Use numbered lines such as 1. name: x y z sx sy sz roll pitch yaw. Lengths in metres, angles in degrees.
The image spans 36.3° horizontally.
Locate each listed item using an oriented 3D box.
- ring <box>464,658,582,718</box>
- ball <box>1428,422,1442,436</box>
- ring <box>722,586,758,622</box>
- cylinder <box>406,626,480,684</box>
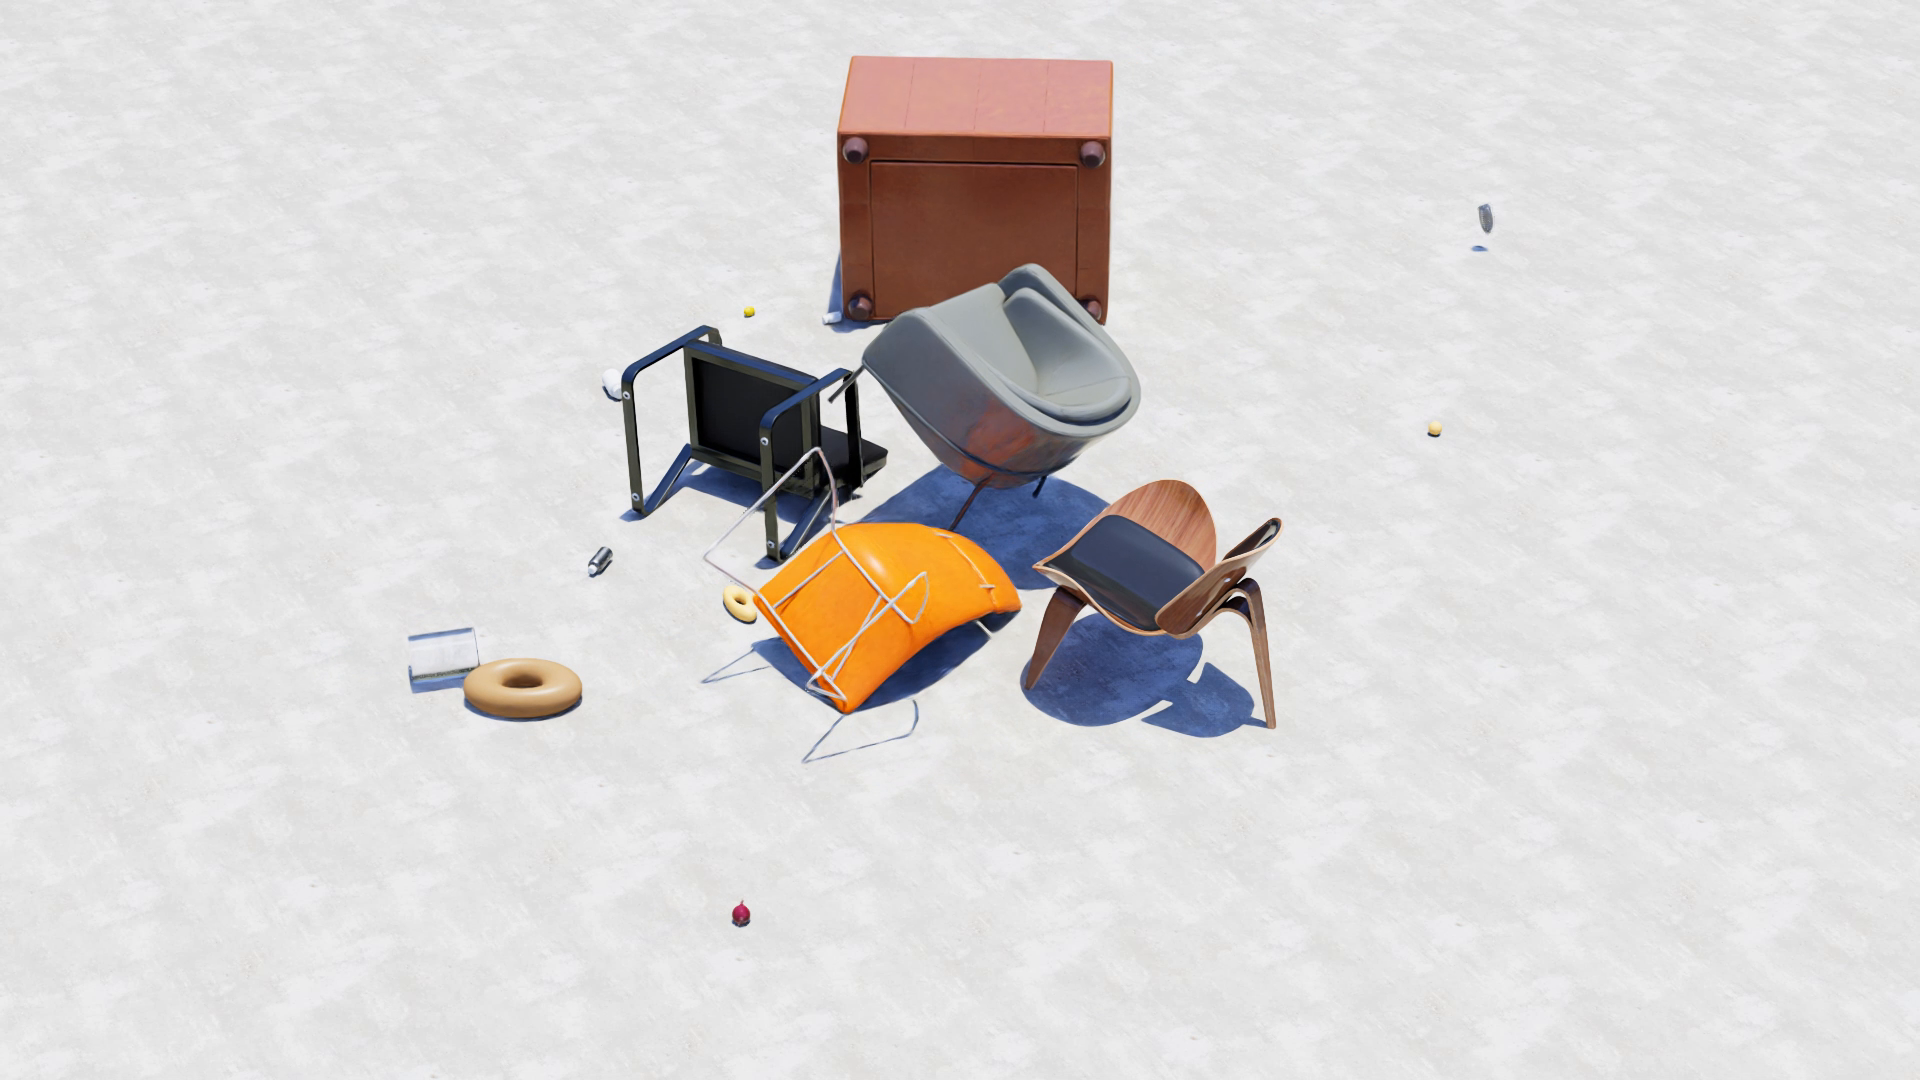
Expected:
1. ring: -1.503 0.507 10.083 0.413 0.104 0.266 2 34 1
2. ball: 1.874 -0.441 11.564 0.055 0.055 0.055 0 33 0
3. ring: -0.791 0.228 10.548 0.095 0.057 0.213 -18 37 -23
4. cylinder: -1.793 0.401 10.183 0.230 0.169 0.178 -8 41 -12
